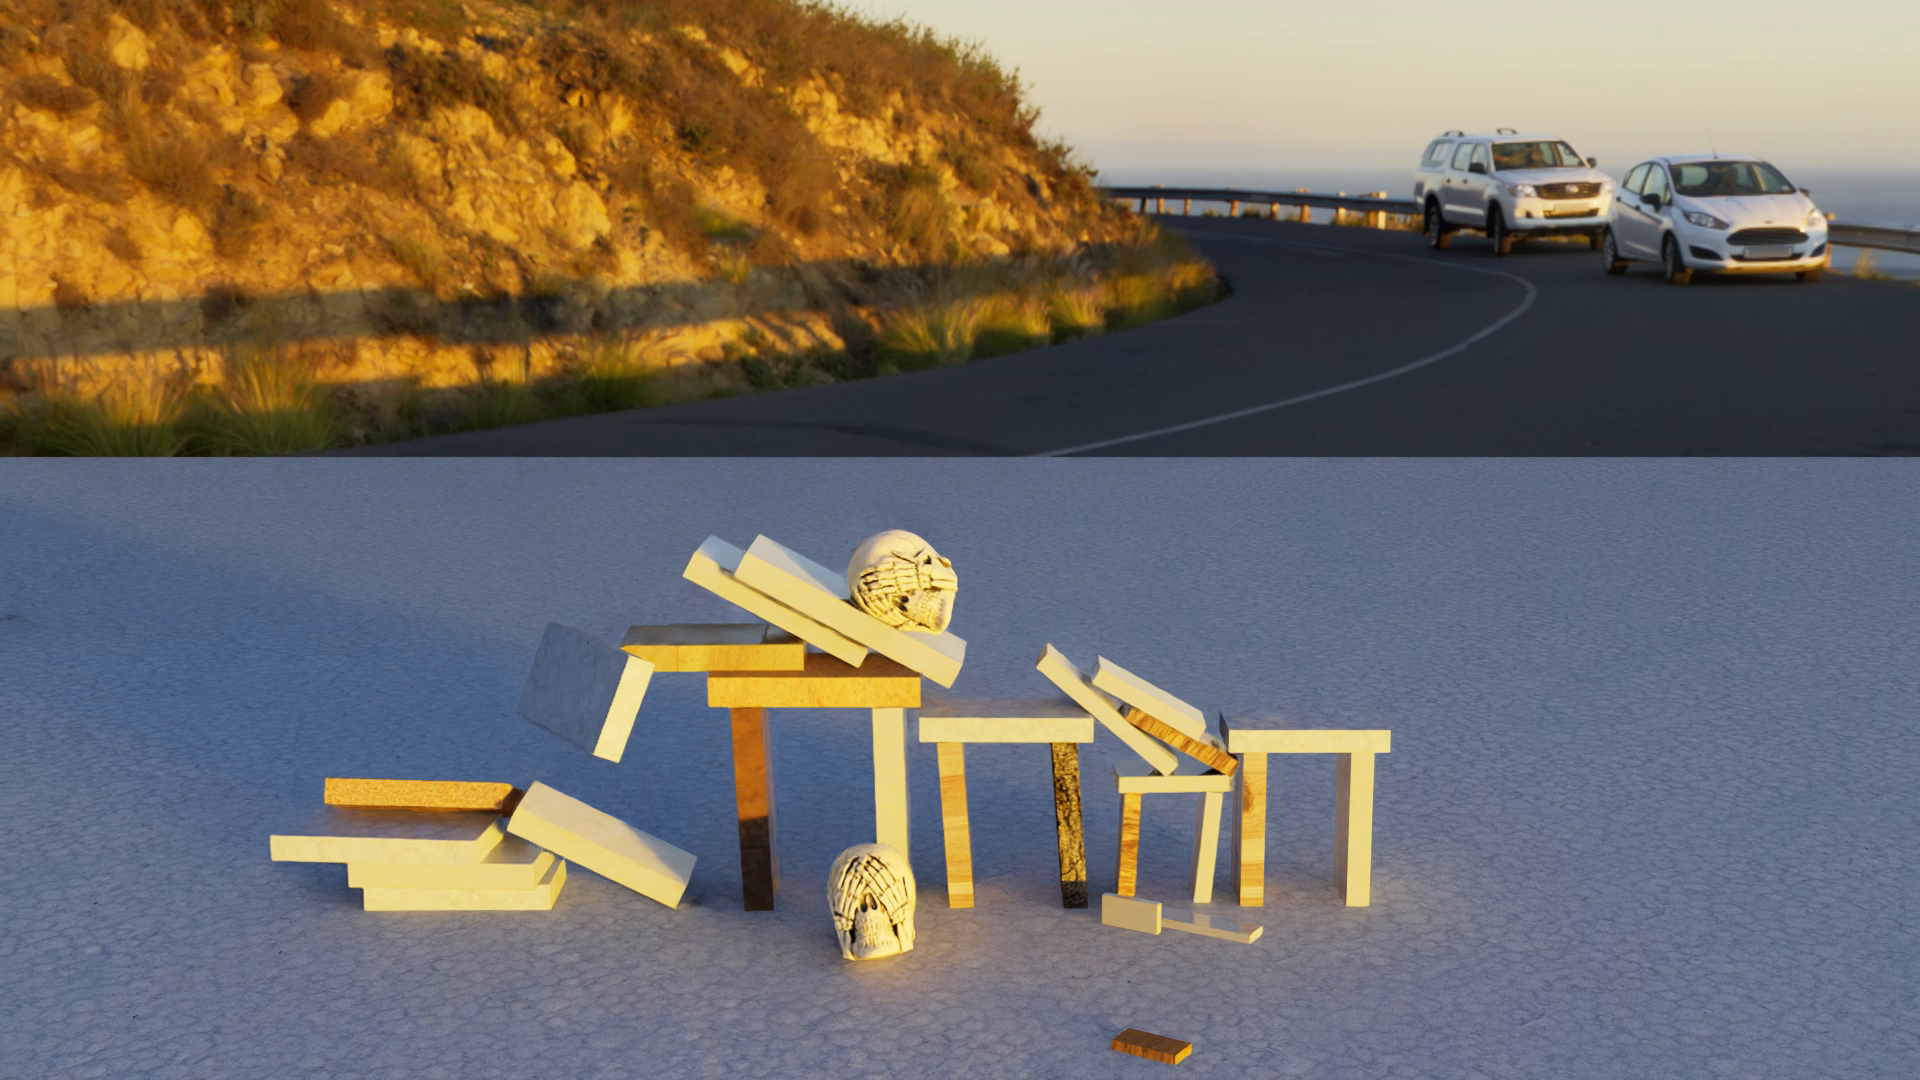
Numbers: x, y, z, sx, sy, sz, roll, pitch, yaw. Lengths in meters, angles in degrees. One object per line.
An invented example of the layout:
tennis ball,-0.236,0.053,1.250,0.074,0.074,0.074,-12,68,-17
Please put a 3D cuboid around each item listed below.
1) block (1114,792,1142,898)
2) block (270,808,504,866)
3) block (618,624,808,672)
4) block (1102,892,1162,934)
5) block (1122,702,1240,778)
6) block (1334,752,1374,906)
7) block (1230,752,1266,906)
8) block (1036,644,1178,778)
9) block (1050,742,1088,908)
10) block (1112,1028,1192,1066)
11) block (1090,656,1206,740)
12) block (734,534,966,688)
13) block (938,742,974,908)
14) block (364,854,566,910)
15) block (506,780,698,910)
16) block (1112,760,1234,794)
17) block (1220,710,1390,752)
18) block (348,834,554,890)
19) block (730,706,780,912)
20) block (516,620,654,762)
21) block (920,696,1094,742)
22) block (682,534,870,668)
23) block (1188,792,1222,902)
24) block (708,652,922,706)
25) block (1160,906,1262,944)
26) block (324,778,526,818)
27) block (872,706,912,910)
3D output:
block,0.278,0.497,3.654,0.027,0.188,0.094,3,11,-1
block,-0.942,0.489,3.627,0.341,0.042,0.149,1,11,5
block,-0.404,0.177,3.639,0.299,0.042,0.149,-1,11,-1
block,0.273,0.595,3.507,0.098,0.049,0.014,6,12,30
block,0.362,0.319,3.615,0.196,0.028,0.098,29,9,-4
block,0.653,0.461,3.650,0.037,0.261,0.130,0,11,0
block,0.479,0.461,3.650,0.037,0.261,0.131,0,11,0
block,0.241,0.278,3.608,0.279,0.028,0.098,40,8,-4
block,0.180,0.451,3.642,0.040,0.280,0.140,-4,10,1
block,0.265,0.700,3.040,0.098,0.014,0.049,7,12,32
block,0.307,0.258,3.600,0.196,0.028,0.098,29,9,-3
block,-0.176,0.115,3.619,0.392,0.046,0.162,28,10,-3
block,-0.006,0.451,3.644,0.040,0.280,0.140,-4,10,1
block,-0.821,0.570,3.661,0.303,0.043,0.152,0,11,-1
block,-0.591,0.505,3.653,0.303,0.043,0.152,26,9,-5
block,0.351,0.390,3.635,0.188,0.027,0.094,-1,11,-3
block,0.566,0.314,3.623,0.261,0.037,0.131,0,11,0
block,-0.838,0.530,3.637,0.303,0.043,0.152,0,11,2
block,-0.338,0.421,3.639,0.048,0.340,0.170,-3,11,-1
block,-0.607,0.238,3.537,0.046,0.162,0.323,22,-4,-34
block,0.075,0.294,3.611,0.280,0.040,0.140,0,11,1
block,-0.293,0.100,3.651,0.323,0.046,0.162,28,11,-2
block,0.408,0.496,3.654,0.027,0.188,0.094,5,10,-1
block,-0.235,0.229,3.611,0.340,0.048,0.170,0,11,0
block,0.378,0.612,3.512,0.203,0.014,0.049,6,12,30
block,-0.894,0.433,3.692,0.299,0.042,0.149,1,-13,4
block,-0.111,0.422,3.641,0.048,0.340,0.170,-2,11,1
